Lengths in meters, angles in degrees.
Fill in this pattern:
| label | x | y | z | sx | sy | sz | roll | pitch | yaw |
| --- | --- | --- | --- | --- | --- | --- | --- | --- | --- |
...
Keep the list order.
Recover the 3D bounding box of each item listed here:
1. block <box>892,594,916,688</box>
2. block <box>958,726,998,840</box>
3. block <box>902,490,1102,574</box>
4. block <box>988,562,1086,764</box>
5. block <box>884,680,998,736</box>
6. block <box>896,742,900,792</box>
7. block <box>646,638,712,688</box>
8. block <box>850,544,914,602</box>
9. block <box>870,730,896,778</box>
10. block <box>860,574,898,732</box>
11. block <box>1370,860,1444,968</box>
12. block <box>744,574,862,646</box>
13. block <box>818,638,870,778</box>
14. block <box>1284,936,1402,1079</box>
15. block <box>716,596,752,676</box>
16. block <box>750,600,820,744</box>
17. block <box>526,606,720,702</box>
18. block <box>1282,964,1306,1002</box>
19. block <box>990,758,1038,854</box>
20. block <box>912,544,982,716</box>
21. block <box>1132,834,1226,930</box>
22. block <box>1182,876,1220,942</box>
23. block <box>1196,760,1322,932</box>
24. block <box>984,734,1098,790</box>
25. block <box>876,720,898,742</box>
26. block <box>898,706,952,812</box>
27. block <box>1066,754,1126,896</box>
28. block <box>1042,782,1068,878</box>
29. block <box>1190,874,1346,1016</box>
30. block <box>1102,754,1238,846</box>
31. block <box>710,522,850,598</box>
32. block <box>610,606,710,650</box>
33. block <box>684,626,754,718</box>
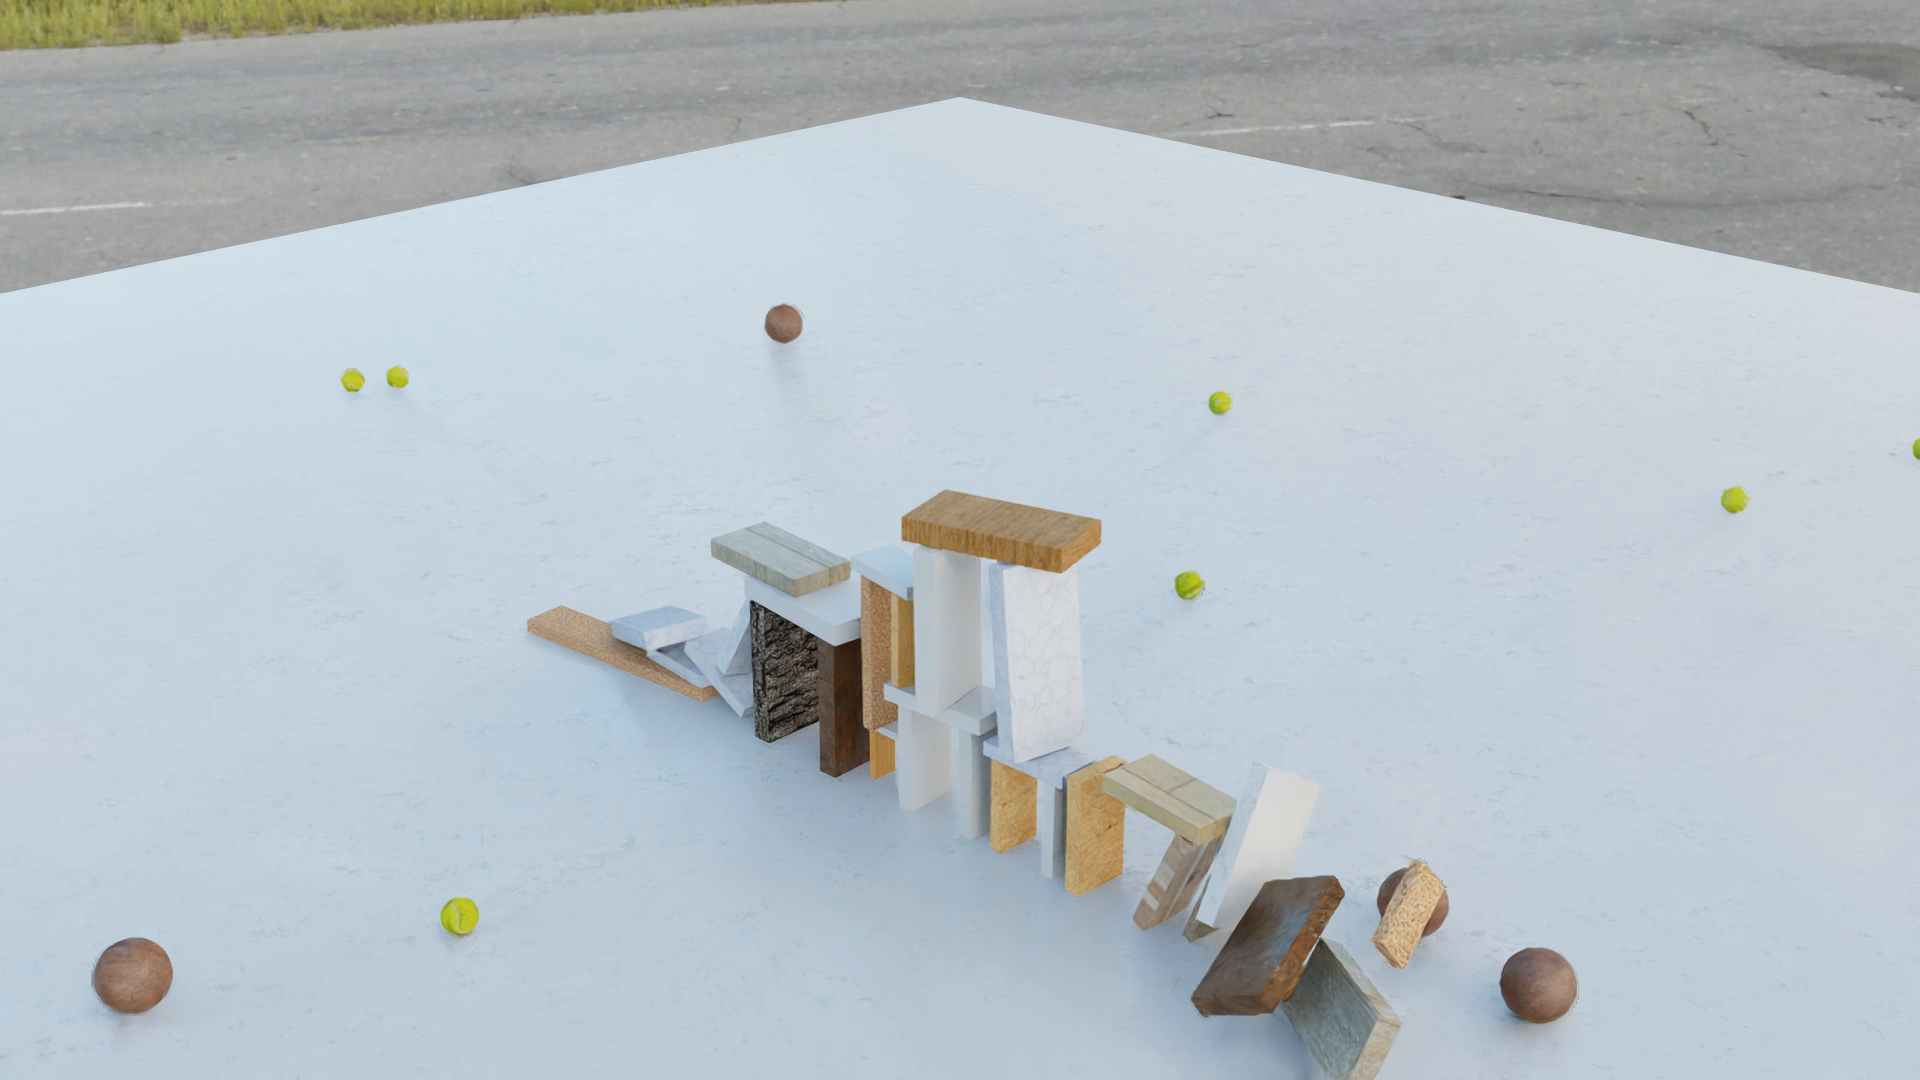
| label | x | y | z | sx | sy | sz | roll | pitch | yaw |
| --- | --- | --- | --- | --- | --- | --- | --- | --- | --- |
| block | -0.084 | 0.191 | 4.344 | 0.099 | 0.198 | 0.028 | -11 | 27 | -25 |
| block | 0.052 | 0.461 | 4.361 | 0.035 | 0.244 | 0.122 | 22 | 31 | 40 |
| block | 0.078 | -0.018 | 4.159 | 0.338 | 0.048 | 0.169 | 12 | 25 | 27 |
| block | 0.147 | 0.217 | 4.159 | 0.169 | 0.386 | 0.048 | -15 | 20 | -32 |
| block | -0.018 | 0.314 | 4.352 | 0.244 | 0.035 | 0.122 | 18 | 29 | 36 |
| block | -0.107 | 0.457 | 4.536 | 0.016 | 0.115 | 0.058 | 21 | 31 | 41 |
| block | -0.608 | 0.271 | 5.003 | 0.109 | 0.031 | 0.219 | -19 | 29 | -37 |
| block | -0.120 | 0.064 | 4.354 | 0.099 | 0.028 | 0.198 | -16 | 27 | -33 |
| block | -0.161 | 0.436 | 4.586 | 0.016 | 0.115 | 0.058 | 21 | 31 | 41 |
| block | -0.154 | 0.215 | 4.475 | 0.028 | 0.345 | 0.099 | 21 | 31 | 41 |
| block | 0.754 | 0.629 | 3.701 | 0.023 | 0.081 | 0.163 | 4 | 53 | 49 |
| block | -0.292 | 0.125 | 4.582 | 0.161 | 0.046 | 0.322 | -18 | 29 | -36 |
| block | -0.221 | 0.320 | 4.594 | 0.046 | 0.322 | 0.161 | 20 | 30 | 38 |
| block | 0.632 | 0.791 | 3.648 | 0.042 | 0.149 | 0.298 | 21 | 10 | -14 |
| block | -0.416 | 0.170 | 4.824 | 0.147 | 0.293 | 0.042 | -3 | 42 | -41 |
| block | -0.371 | 0.261 | 4.734 | 0.046 | 0.322 | 0.161 | 21 | 31 | 40 |
| block | -0.768 | 0.259 | 5.110 | 0.587 | 0.031 | 0.109 | 17 | 29 | 35 |
| block | 0.581 | 0.778 | 3.897 | 0.081 | 0.023 | 0.163 | -18 | 29 | -37 |
| block | 0.106 | 0.504 | 4.313 | 0.101 | 0.203 | 0.029 | -21 | 30 | -41 |
| block | -0.022 | 0.151 | 4.257 | 0.048 | 0.338 | 0.169 | 13 | 26 | 29 |
| block | 0.408 | 0.605 | 4.028 | 0.123 | 0.247 | 0.035 | -20 | 54 | -39 |
| block | 0.465 | 0.660 | 4.001 | 0.081 | 0.163 | 0.023 | -17 | 50 | -34 |
| block | 0.534 | 0.555 | 3.928 | 0.149 | 0.298 | 0.042 | 20 | -1 | -40 |
| block | 0.153 | 0.416 | 4.225 | 0.203 | 0.029 | 0.101 | 20 | 30 | 40 |
| block | -0.134 | 0.386 | 4.535 | 0.115 | 0.016 | 0.058 | 21 | 31 | 40 |
| block | -0.070 | 0.418 | 4.464 | 0.035 | 0.244 | 0.122 | 19 | 29 | 37 |
| block | 0.257 | 0.542 | 4.169 | 0.123 | 0.247 | 0.035 | -20 | 30 | -39 |
| block | 0.203 | 0.540 | 4.228 | 0.029 | 0.203 | 0.101 | 21 | 30 | 40 |
| block | 0.524 | 0.686 | 3.725 | 0.149 | 0.042 | 0.298 | -15 | 24 | 44 |
| block | 0.389 | 0.469 | 3.994 | 0.123 | 0.035 | 0.247 | -18 | 30 | -36 |
| block | -0.383 | 0.039 | 4.673 | 0.147 | 0.042 | 0.293 | -19 | 30 | -38 |
| block | -0.689 | 0.200 | 5.033 | 0.147 | 0.042 | 0.293 | -15 | 9 | -22 |
| block | -0.506 | 0.294 | 4.905 | 0.109 | 0.031 | 0.219 | -22 | 57 | -39 |
